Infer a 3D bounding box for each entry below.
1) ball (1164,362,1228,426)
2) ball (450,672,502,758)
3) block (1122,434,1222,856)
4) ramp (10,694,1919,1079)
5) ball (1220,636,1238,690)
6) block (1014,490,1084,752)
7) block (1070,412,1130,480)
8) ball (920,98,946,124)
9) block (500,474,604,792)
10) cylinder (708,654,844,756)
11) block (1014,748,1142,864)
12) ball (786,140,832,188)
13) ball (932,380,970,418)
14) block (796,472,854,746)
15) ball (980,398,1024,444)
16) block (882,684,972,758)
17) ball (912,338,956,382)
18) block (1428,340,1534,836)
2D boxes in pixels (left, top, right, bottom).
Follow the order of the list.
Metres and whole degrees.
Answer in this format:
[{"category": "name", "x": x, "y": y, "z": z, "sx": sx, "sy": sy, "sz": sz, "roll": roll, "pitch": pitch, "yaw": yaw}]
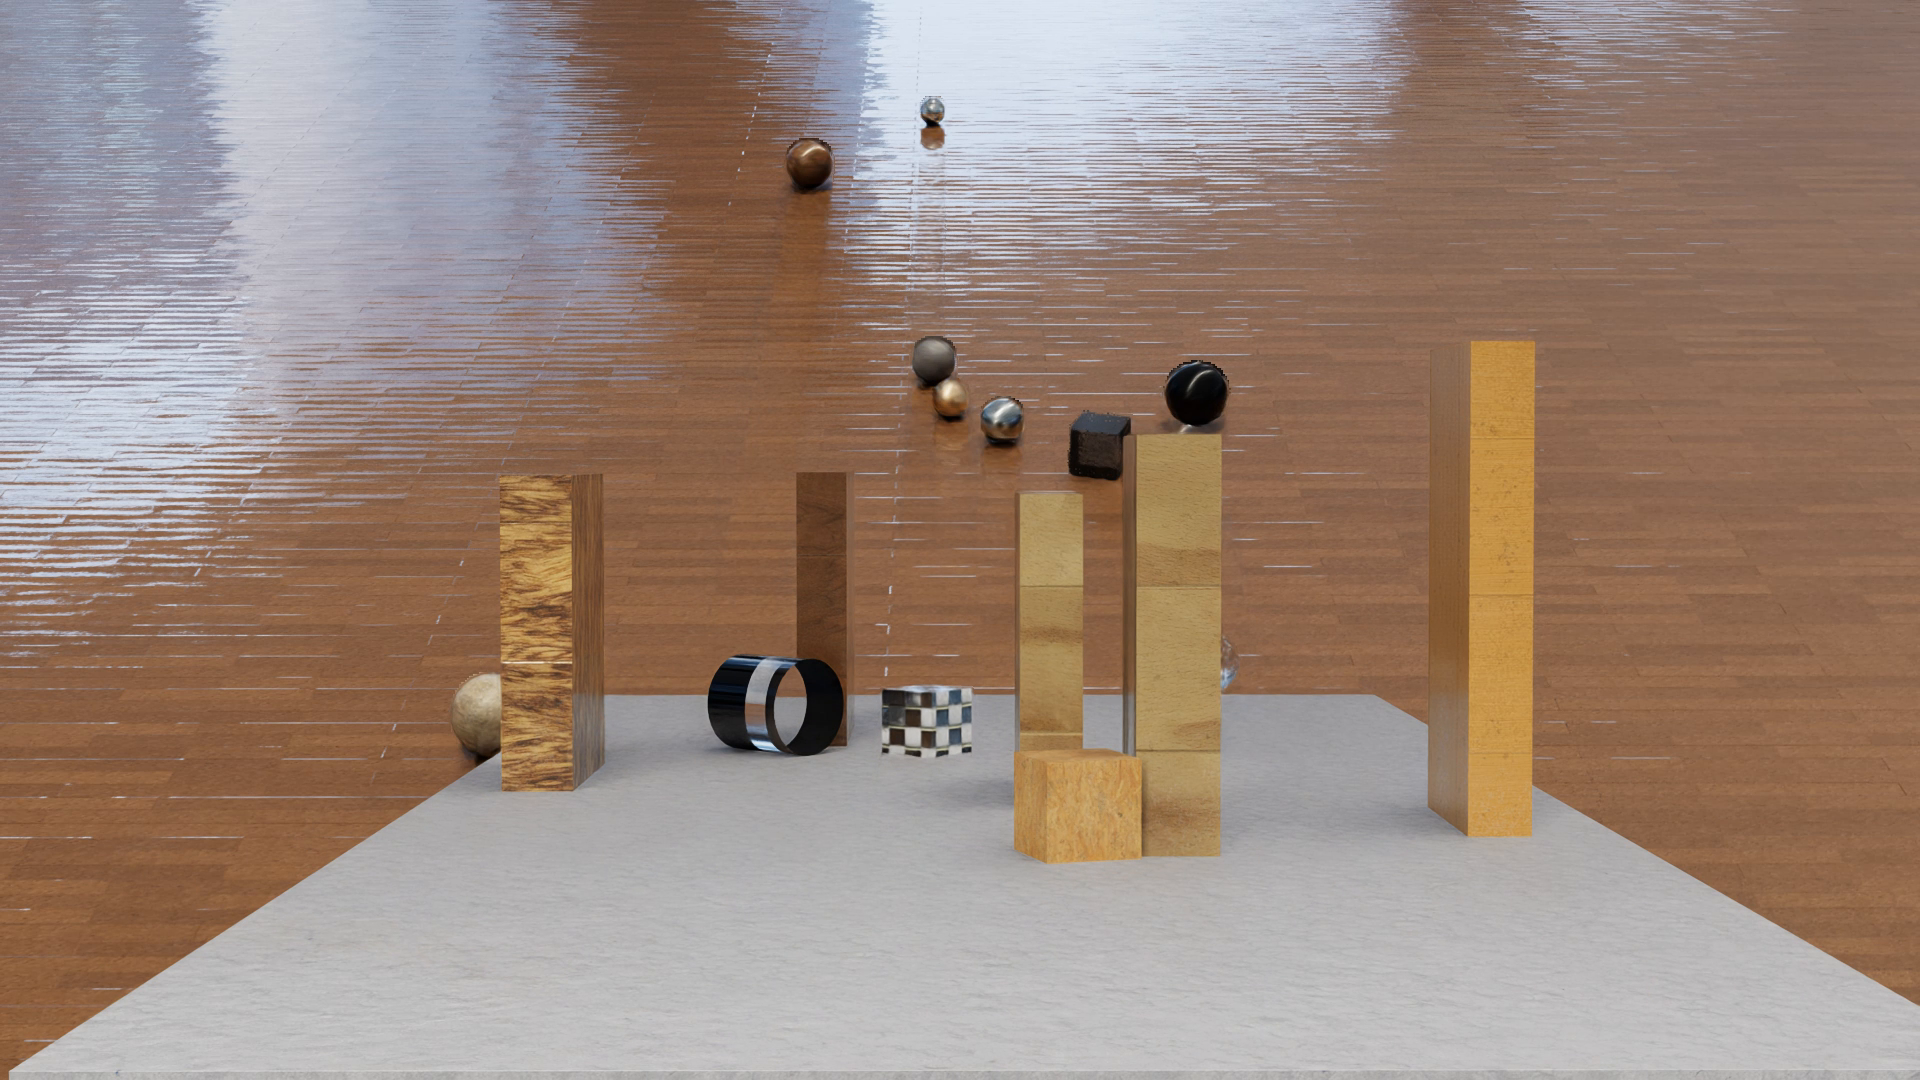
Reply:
[{"category": "ball", "x": 0.773, "y": -0.476, "z": 8.422, "sx": 0.205, "sy": 0.205, "sz": 0.205, "roll": 0, "pitch": 25, "yaw": 0}, {"category": "ball", "x": -1.164, "y": 0.436, "z": 6.426, "sx": 0.209, "sy": 0.209, "sz": 0.209, "roll": 0, "pitch": 25, "yaw": 0}, {"category": "block", "x": 0.331, "y": 0.155, "z": 4.061, "sx": 0.128, "sy": 0.640, "sz": 0.327, "roll": 0, "pitch": 2, "yaw": 0}, {"category": "ramp", "x": 0.056, "y": 0.509, "z": 4.552, "sx": 2.000, "sy": 0.100, "sz": 4.000, "roll": 0, "pitch": 2, "yaw": 0}, {"category": "ball", "x": 0.637, "y": 0.316, "z": 6.598, "sx": 0.154, "sy": 0.154, "sz": 0.154, "roll": 0, "pitch": 25, "yaw": 0}, {"category": "block", "x": 0.157, "y": 0.186, "z": 4.619, "sx": 0.108, "sy": 0.542, "sz": 0.387, "roll": 0, "pitch": 2, "yaw": 0}, {"category": "block", "x": 0.439, "y": -0.295, "z": 8.090, "sx": 0.153, "sy": 0.153, "sz": 0.153, "roll": 8, "pitch": 26, "yaw": 16}, {"category": "ball", "x": -0.125, "y": -1.957, "z": 11.761, "sx": 0.119, "sy": 0.119, "sz": 0.119, "roll": 0, "pitch": 25, "yaw": 0}, {"category": "block", "x": -0.766, "y": 0.163, "z": 4.871, "sx": 0.129, "sy": 0.573, "sz": 0.423, "roll": 0, "pitch": 2, "yaw": 0}, {"category": "cylinder", "x": -0.378, "y": 0.337, "z": 5.287, "sx": 0.198, "sy": 0.198, "sz": 0.198, "roll": 2, "pitch": 20, "yaw": 42}, {"category": "block", "x": 0.179, "y": 0.404, "z": 3.933, "sx": 0.151, "sy": 0.151, "sz": 0.151, "roll": -1, "pitch": 2, "yaw": -18}, {"category": "ball", "x": -0.634, "y": -1.583, "z": 10.848, "sx": 0.199, "sy": 0.199, "sz": 0.199, "roll": 0, "pitch": 25, "yaw": 0}, {"category": "ball", "x": -0.031, "y": -0.468, "z": 8.503, "sx": 0.124, "sy": 0.124, "sz": 0.124, "roll": 0, "pitch": 25, "yaw": 0}, {"category": "block", "x": -0.289, "y": 0.138, "z": 5.592, "sx": 0.105, "sy": 0.573, "sz": 0.417, "roll": 0, "pitch": 2, "yaw": 0}, {"category": "ball", "x": 0.136, "y": -0.383, "z": 8.294, "sx": 0.144, "sy": 0.144, "sz": 0.144, "roll": 0, "pitch": 25, "yaw": 0}, {"category": "block", "x": -0.068, "y": 0.370, "z": 5.288, "sx": 0.130, "sy": 0.130, "sz": 0.130, "roll": 1, "pitch": 2, "yaw": 38}, {"category": "ball", "x": -0.090, "y": -0.612, "z": 8.784, "sx": 0.152, "sy": 0.152, "sz": 0.152, "roll": 0, "pitch": 25, "yaw": 0}, {"category": "block", "x": 0.860, "y": 0.073, "z": 4.270, "sx": 0.102, "sy": 0.789, "sz": 0.350, "roll": 0, "pitch": 2, "yaw": 0}]
